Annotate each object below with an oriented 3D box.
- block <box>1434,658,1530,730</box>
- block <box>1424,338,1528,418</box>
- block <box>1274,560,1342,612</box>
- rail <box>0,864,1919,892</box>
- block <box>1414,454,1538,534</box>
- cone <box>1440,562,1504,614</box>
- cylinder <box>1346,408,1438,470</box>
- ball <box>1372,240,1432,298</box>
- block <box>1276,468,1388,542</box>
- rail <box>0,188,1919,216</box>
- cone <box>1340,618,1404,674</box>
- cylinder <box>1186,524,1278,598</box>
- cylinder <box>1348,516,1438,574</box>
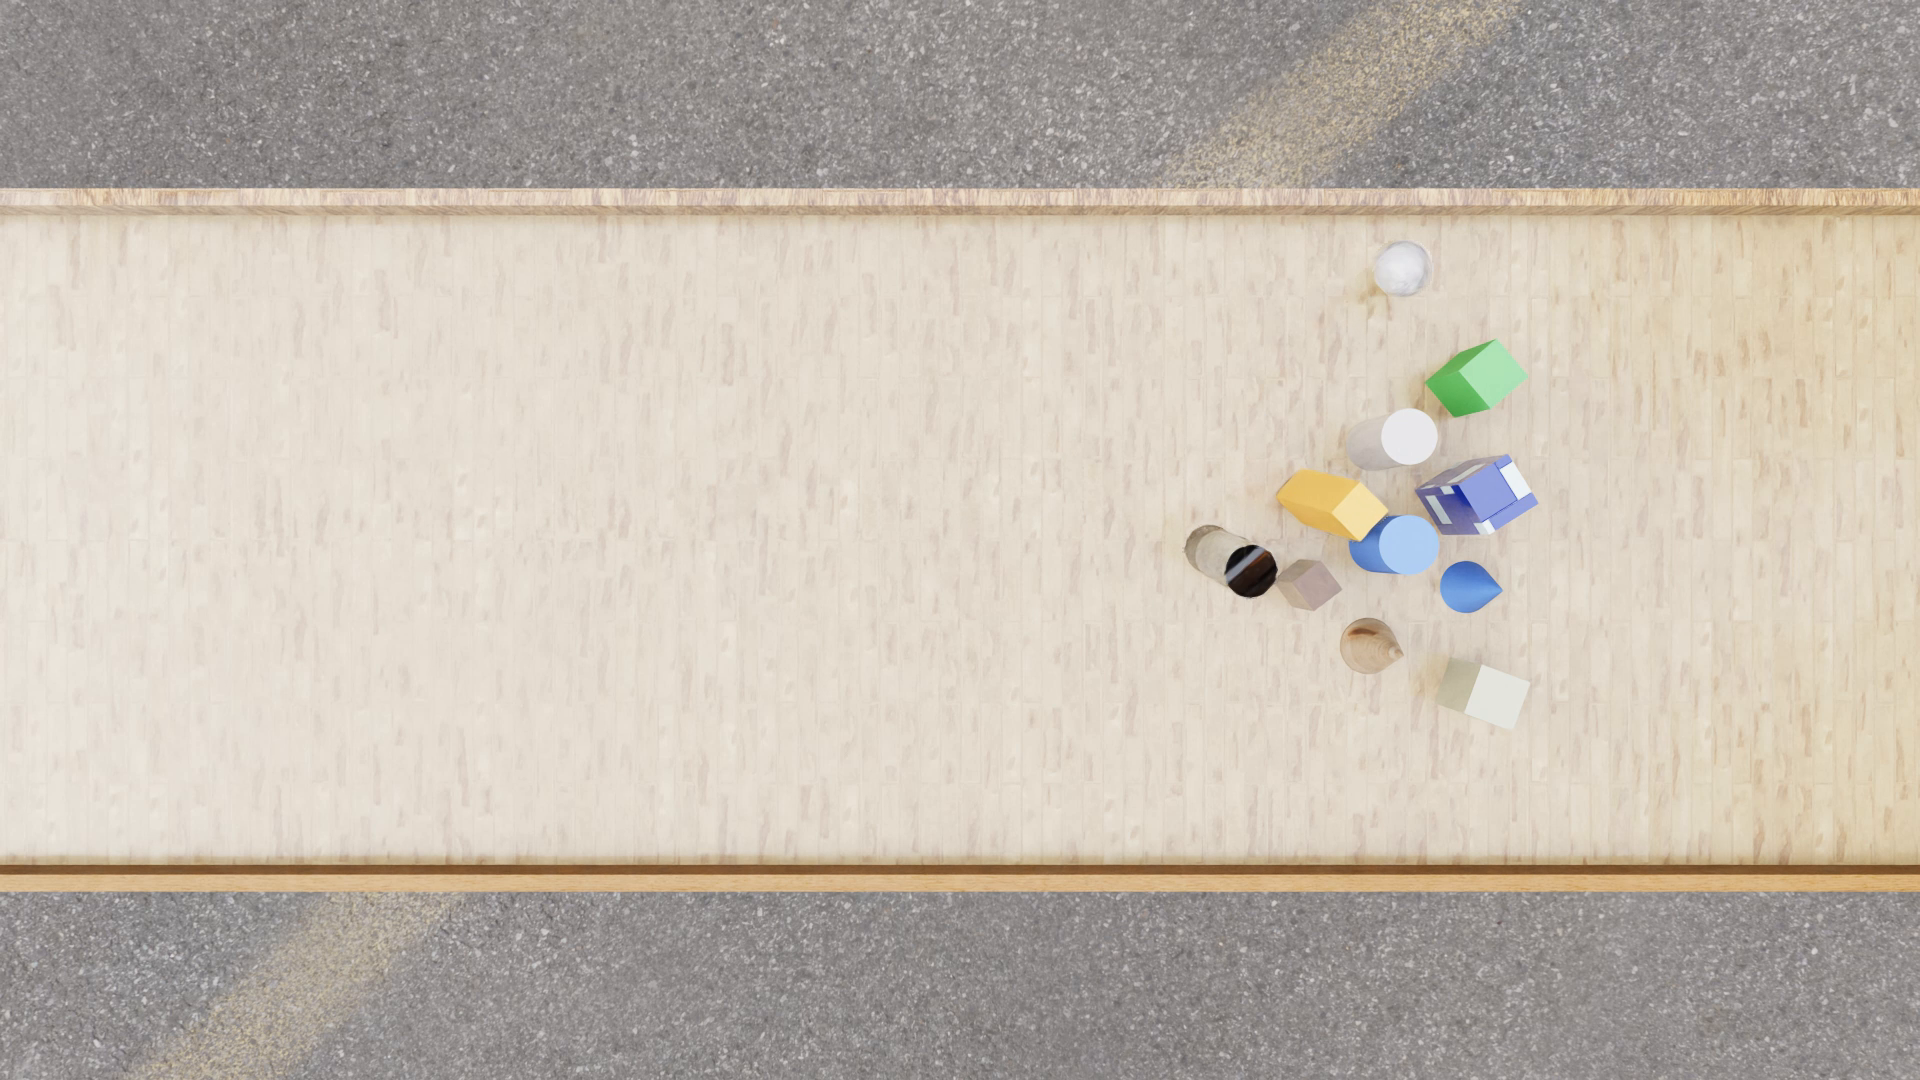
[{"bbox_3d":[1.555,0.457,4.924,0.150,0.304,0.150,20,90,0],"label":"block"},{"bbox_3d":[1.530,-0.477,4.902,0.143,0.349,0.143,-40,90,0],"label":"block"},{"bbox_3d":[1.033,0.133,4.922,0.105,0.309,0.105,-37,90,0],"label":"block"},{"bbox_3d":[-2.247,1.025,5.001,12.000,0.150,0.050,0,90,0],"label":"rail"},{"bbox_3d":[1.511,-0.128,4.851,0.164,0.451,0.164,-32,90,0],"label":"block"},{"bbox_3d":[1.558,0.145,4.901,0.161,0.351,0.161,0,90,0],"label":"cone"},{"bbox_3d":[1.268,-0.292,4.864,0.159,0.425,0.159,0,90,0],"label":"cylinder"},{"bbox_3d":[1.306,-0.801,4.873,0.167,0.167,0.167,0,90,0],"label":"ball"},{"bbox_3d":[1.086,-0.108,4.849,0.121,0.435,0.121,43,89,-13],"label":"block"},{"bbox_3d":[-2.247,-1.025,5.002,12.000,0.150,0.050,0,90,0],"label":"rail"},{"bbox_3d":[1.256,0.326,4.869,0.175,0.414,0.175,0,90,0],"label":"cone"},{"bbox_3d":[0.790,0.057,4.840,0.150,0.453,0.150,-1,98,-6],"label":"cylinder"},{"bbox_3d":[1.282,0.014,4.893,0.172,0.366,0.172,0,90,0],"label":"cylinder"}]
